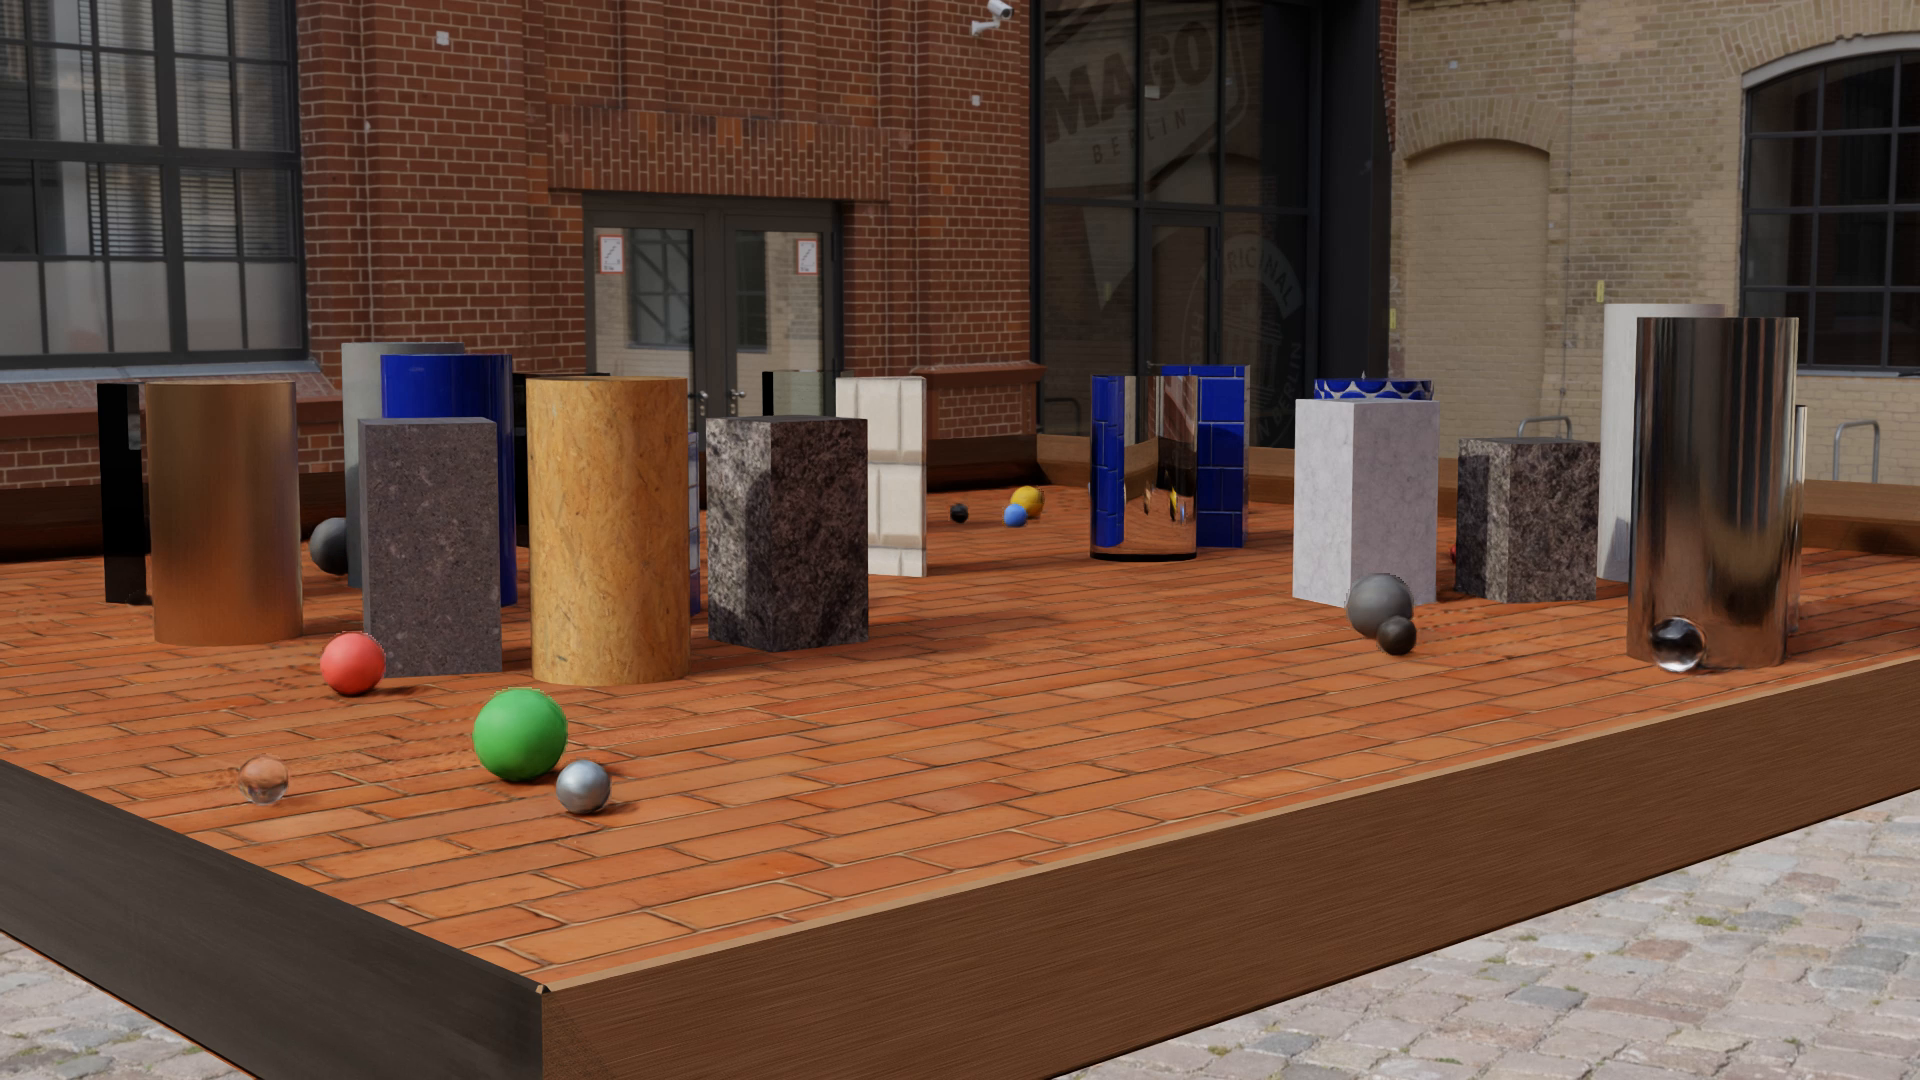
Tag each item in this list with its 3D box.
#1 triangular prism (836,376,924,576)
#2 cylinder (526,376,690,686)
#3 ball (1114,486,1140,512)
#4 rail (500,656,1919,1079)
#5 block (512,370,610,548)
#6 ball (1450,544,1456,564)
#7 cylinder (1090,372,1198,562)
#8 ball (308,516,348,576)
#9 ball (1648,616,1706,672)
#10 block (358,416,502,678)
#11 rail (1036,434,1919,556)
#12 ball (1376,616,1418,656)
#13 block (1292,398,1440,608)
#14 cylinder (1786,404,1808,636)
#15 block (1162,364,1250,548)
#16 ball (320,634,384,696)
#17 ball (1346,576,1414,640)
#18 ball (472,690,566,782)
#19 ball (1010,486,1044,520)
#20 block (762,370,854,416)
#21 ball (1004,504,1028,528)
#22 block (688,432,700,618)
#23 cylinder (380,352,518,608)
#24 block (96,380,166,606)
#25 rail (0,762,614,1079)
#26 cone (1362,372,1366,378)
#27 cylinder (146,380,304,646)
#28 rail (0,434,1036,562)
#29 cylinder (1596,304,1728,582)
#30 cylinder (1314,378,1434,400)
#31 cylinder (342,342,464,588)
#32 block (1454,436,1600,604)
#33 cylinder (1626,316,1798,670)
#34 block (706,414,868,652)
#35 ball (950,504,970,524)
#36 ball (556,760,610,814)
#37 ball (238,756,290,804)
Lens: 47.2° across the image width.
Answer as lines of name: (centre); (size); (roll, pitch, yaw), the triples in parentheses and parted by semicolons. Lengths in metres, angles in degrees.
triangular prism: (-0.103, -0.113, 3.754); (0.168, 0.330, 0.145); (3, 7, 25)
cylinder: (-0.428, -0.016, 2.684); (0.194, 0.361, 0.194); (0, 6, 0)
ball: (0.369, -0.090, 4.838); (0.058, 0.058, 0.058); (0, 6, 0)
rail: (1.042, 0.151, 2.209); (3.415, 0.126, 0.045); (-6, 8, -42)
block: (-0.770, -0.154, 4.169); (0.155, 0.325, 0.155); (-6, 8, -44)
ball: (0.870, 0.024, 3.800); (0.047, 0.047, 0.047); (0, 6, 0)
cylinder: (0.331, -0.134, 3.958); (0.194, 0.328, 0.194); (0, 6, 0)
ball: (-1.029, 0.010, 3.646); (0.097, 0.097, 0.097); (0, 6, 0)
ball: (0.881, 0.129, 2.702); (0.069, 0.069, 0.069); (0, 6, 0)
block: (-0.661, 0.005, 2.738); (0.155, 0.307, 0.155); (-2, 6, -18)
rail: (1.238, -0.086, 4.468); (0.045, 0.126, 3.122); (-6, 8, -42)
ball: (0.564, 0.123, 2.836); (0.051, 0.051, 0.051); (0, 6, 0)
block: (0.619, -0.060, 3.361); (0.155, 0.307, 0.155); (-3, 7, -24)
cylinder: (1.075, -0.033, 3.074); (0.194, 0.312, 0.194); (0, 6, 0)
block: (0.468, -0.163, 4.192); (0.155, 0.338, 0.155); (1, 6, 11)
ball: (-0.703, 0.144, 2.545); (0.071, 0.071, 0.071); (0, 6, 0)
ball: (0.567, 0.091, 2.967); (0.088, 0.088, 0.088); (0, 6, 0)
ball: (-0.416, 0.185, 2.079); (0.087, 0.087, 0.087); (0, 6, 0)
ball: (0.143, -0.079, 4.670); (0.071, 0.071, 0.071); (0, 6, 0)
block: (-0.299, -0.174, 4.370); (0.155, 0.323, 0.155); (1, 6, 7)
ball: (0.113, -0.049, 4.487); (0.050, 0.050, 0.050); (0, 6, 0)
block: (-0.469, -0.019, 3.164); (0.155, 0.265, 0.155); (1, 6, 7)
cylinder: (-0.771, -0.091, 3.321); (0.194, 0.377, 0.194); (0, 6, 0)
block: (-1.198, -0.074, 3.370); (0.155, 0.333, 0.155); (3, 7, 25)
rail: (-1.238, 0.152, 2.196); (0.045, 0.126, 3.122); (-6, 8, -42)
cone: (0.710, -0.131, 3.883); (0.194, 0.338, 0.194); (0, 6, 0)
cylinder: (-0.998, -0.041, 2.989); (0.194, 0.347, 0.194); (0, 6, 0)
rail: (-1.042, -0.085, 4.455); (3.415, 0.126, 0.045); (-6, 8, -42)
cylinder: (1.160, -0.163, 3.640); (0.194, 0.453, 0.194); (0, 6, 0)
cylinder: (0.677, -0.098, 3.611); (0.194, 0.330, 0.194); (0, 6, 0)
cylinder: (-0.898, -0.124, 3.569); (0.194, 0.390, 0.194); (0, 6, 0)
block: (0.880, -0.034, 3.418); (0.155, 0.242, 0.155); (-2, 6, -17)
cylinder: (0.956, -0.065, 2.800); (0.194, 0.434, 0.194); (0, 6, 0)
block: (-0.232, -0.014, 2.952); (0.155, 0.299, 0.155); (-5, 8, -39)
ball: (-0.001, -0.055, 4.588); (0.041, 0.041, 0.041); (0, 6, 0)
ball: (-0.333, 0.218, 1.945); (0.048, 0.048, 0.048); (0, 6, 0)
ball: (-0.628, 0.216, 1.982); (0.044, 0.044, 0.044); (0, 6, 0)
